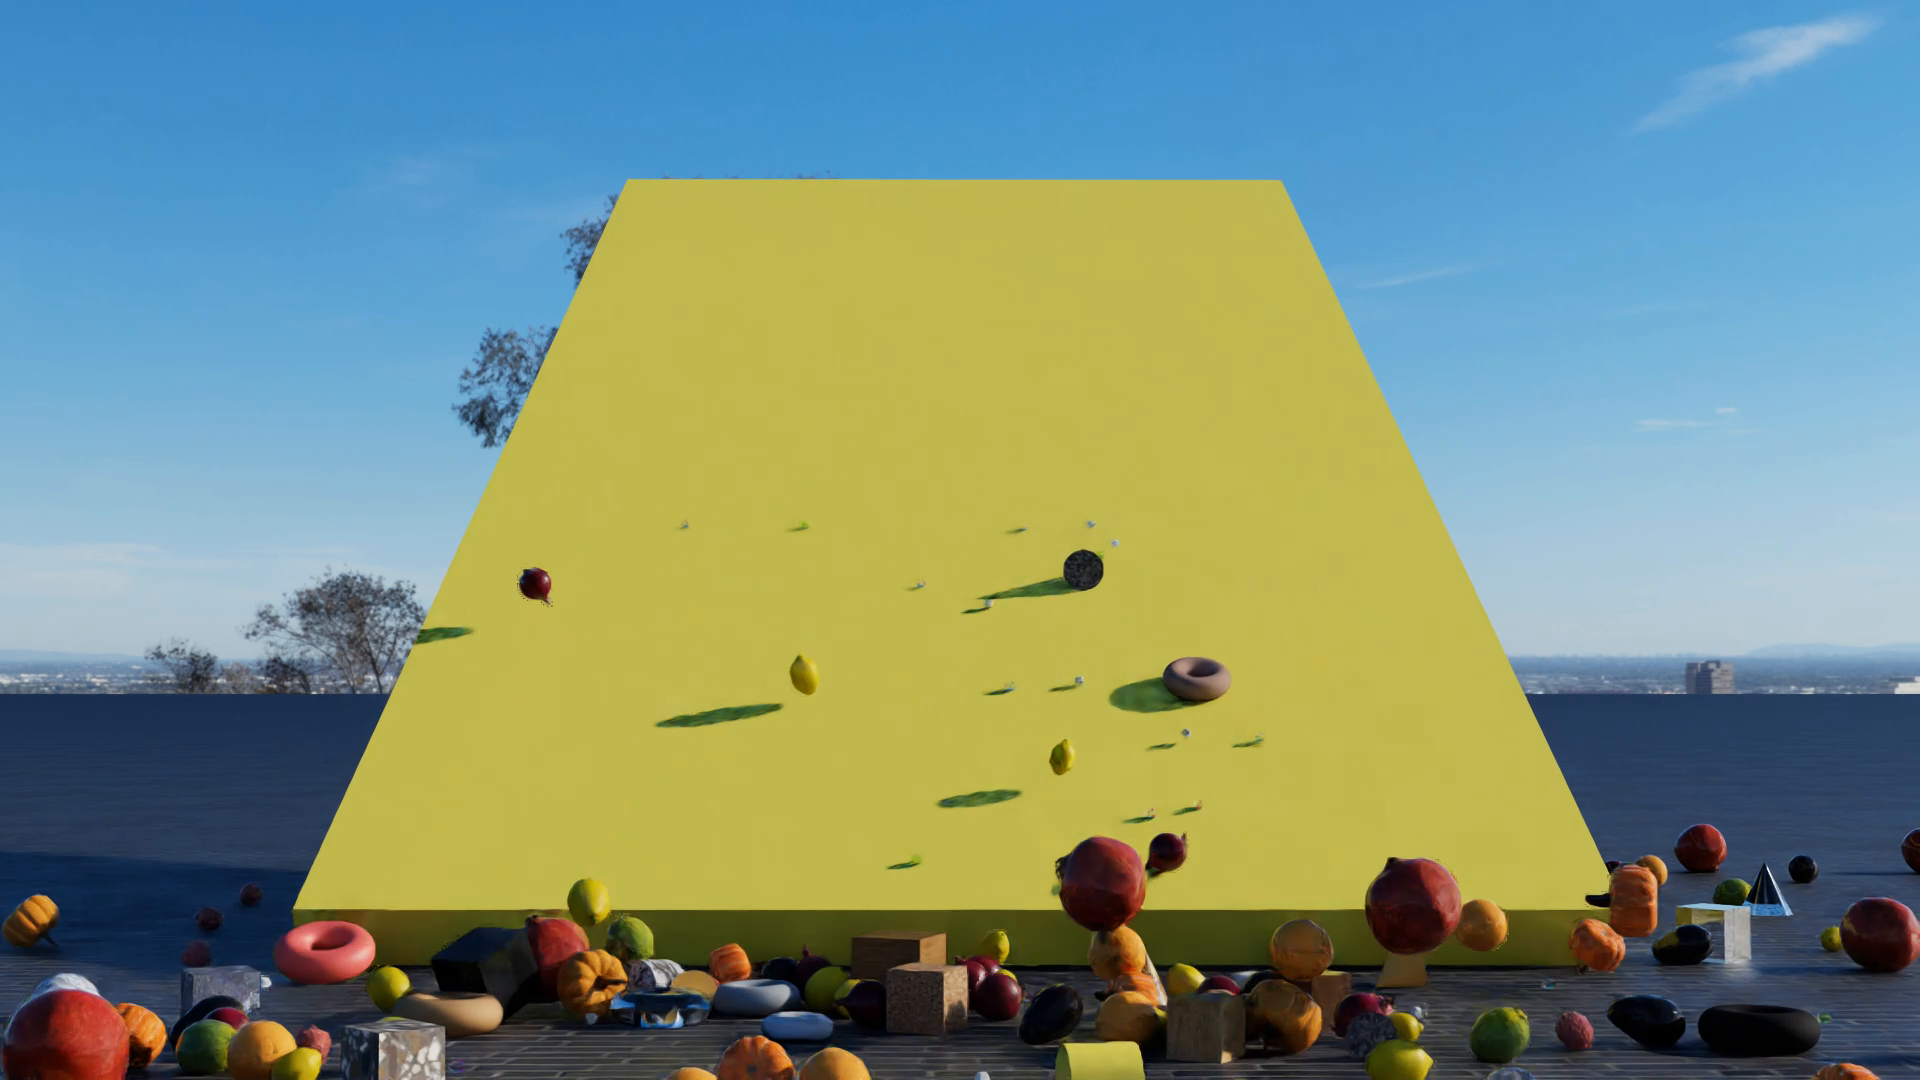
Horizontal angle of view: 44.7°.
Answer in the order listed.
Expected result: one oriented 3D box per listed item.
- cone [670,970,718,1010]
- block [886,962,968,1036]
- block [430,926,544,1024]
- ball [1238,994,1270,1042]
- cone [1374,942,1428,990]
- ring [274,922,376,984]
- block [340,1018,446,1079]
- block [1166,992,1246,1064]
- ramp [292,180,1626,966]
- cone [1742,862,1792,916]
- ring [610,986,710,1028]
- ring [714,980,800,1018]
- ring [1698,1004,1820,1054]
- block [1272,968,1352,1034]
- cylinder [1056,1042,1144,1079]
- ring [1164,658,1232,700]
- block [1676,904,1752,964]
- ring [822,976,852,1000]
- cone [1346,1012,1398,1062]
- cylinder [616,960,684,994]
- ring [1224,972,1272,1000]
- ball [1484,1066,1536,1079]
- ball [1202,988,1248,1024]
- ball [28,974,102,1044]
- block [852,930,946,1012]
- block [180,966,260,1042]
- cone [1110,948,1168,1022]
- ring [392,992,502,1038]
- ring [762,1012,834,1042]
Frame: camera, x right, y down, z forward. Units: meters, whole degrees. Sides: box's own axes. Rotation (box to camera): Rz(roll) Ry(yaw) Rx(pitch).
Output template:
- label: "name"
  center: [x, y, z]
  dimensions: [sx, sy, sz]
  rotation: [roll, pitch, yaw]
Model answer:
- label: "cone"
  center: [-0.348, 0.599, 3.029]
  dimensions: [0.063, 0.063, 0.063]
  rotation: [1, -30, -10]
- label: "block"
  center: [-0.040, 0.565, 2.877]
  dimensions: [0.076, 0.076, 0.076]
  rotation: [-2, -4, 23]
- label: "block"
  center: [-0.598, 0.551, 2.956]
  dimensions: [0.087, 0.087, 0.087]
  rotation: [-3, 18, 35]
- label: "ball"
  center: [0.343, 0.570, 2.786]
  dimensions: [0.056, 0.056, 0.056]
  rotation: [0, -4, 0]
- label: "cone"
  center: [0.605, 0.613, 3.271]
  dimensions: [0.070, 0.070, 0.070]
  rotation: [-28, 10, -27]
- label: "ring"
  center: [-0.916, 0.595, 3.365]
  dimensions: [0.143, 0.048, 0.143]
  rotation: [3, 17, -1]
- label: "block"
  center: [-0.578, 0.534, 2.379]
  dimensions: [0.076, 0.076, 0.076]
  rotation: [3, -5, -44]
- label: "block"
  center: [0.281, 0.556, 2.662]
  dimensions: [0.068, 0.068, 0.068]
  rotation: [-2, -4, 29]
- label: "ramp"
  center: [-0.008, -0.229, 5.338]
  dimensions: [2.000, 0.100, 4.000]
  rotation: [0, 24, 0]
- label: "cone"
  center: [1.502, 0.648, 4.354]
  dimensions: [0.097, 0.097, 0.097]
  rotation: [0, -4, 0]
- label: "ring"
  center: [-0.376, 0.586, 2.927]
  dimensions: [0.126, 0.042, 0.126]
  rotation: [1, -4, 0]
- label: "ring"
  center: [-0.264, 0.594, 3.025]
  dimensions: [0.115, 0.038, 0.115]
  rotation: [-1, -4, 0]
- label: "ring"
  center: [0.935, 0.572, 2.733]
  dimensions: [0.136, 0.045, 0.136]
  rotation: [1, -5, 0]
- label: "block"
  center: [0.435, 0.570, 2.887]
  dimensions: [0.069, 0.069, 0.069]
  rotation: [3, -4, -35]
- label: "cylinder"
  center: [0.137, 0.530, 2.287]
  dimensions: [0.073, 0.073, 0.073]
  rotation: [1, -4, -10]
- label: "ring"
  center: [0.420, 0.245, 4.131]
  dimensions: [0.122, 0.041, 0.122]
  rotation: [1, 24, 0]
- label: "block"
  center: [1.169, 0.610, 3.621]
  dimensions: [0.081, 0.081, 0.081]
  rotation: [3, -5, -44]
- label: "ring"
  center: [-0.146, 0.609, 3.174]
  dimensions: [0.081, 0.027, 0.081]
  rotation: [1, -4, 0]
- label: "cone"
  center: [0.470, 0.577, 2.664]
  dimensions: [0.058, 0.058, 0.058]
  rotation: [-1, -31, 8]
- label: "cylinder"
  center: [-0.401, 0.578, 3.030]
  dimensions: [0.065, 0.065, 0.065]
  rotation: [-2, -10, 31]
- label: "ring"
  center: [0.407, 0.607, 3.185]
  dimensions: [0.094, 0.031, 0.094]
  rotation: [-1, -5, 0]
- label: "ball"
  center: [0.517, 0.528, 2.190]
  dimensions: [0.065, 0.065, 0.065]
  rotation: [0, -4, 0]
- label: "ball"
  center: [0.301, 0.560, 2.728]
  dimensions: [0.069, 0.069, 0.069]
  rotation: [0, -4, 0]
- label: "ball"
  center: [-1.062, 0.556, 2.768]
  dimensions: [0.082, 0.082, 0.082]
  rotation: [0, -4, 0]
- label: "block"
  center: [-0.080, 0.568, 3.070]
  dimensions: [0.096, 0.096, 0.096]
  rotation: [-1, -4, 20]
- label: "block"
  center: [-0.898, 0.561, 2.831]
  dimensions: [0.078, 0.078, 0.078]
  rotation: [2, -4, -28]
- label: "cone"
  center: [0.235, 0.565, 2.987]
  dimensions: [0.090, 0.090, 0.090]
  rotation: [0, -4, 0]
- label: "ring"
  center: [-0.627, 0.580, 2.857]
  dimensions: [0.134, 0.045, 0.134]
  rotation: [1, -4, 0]
- label: "ring"
  center: [-0.195, 0.584, 2.801]
  dimensions: [0.086, 0.029, 0.086]
  rotation: [1, -4, 0]
